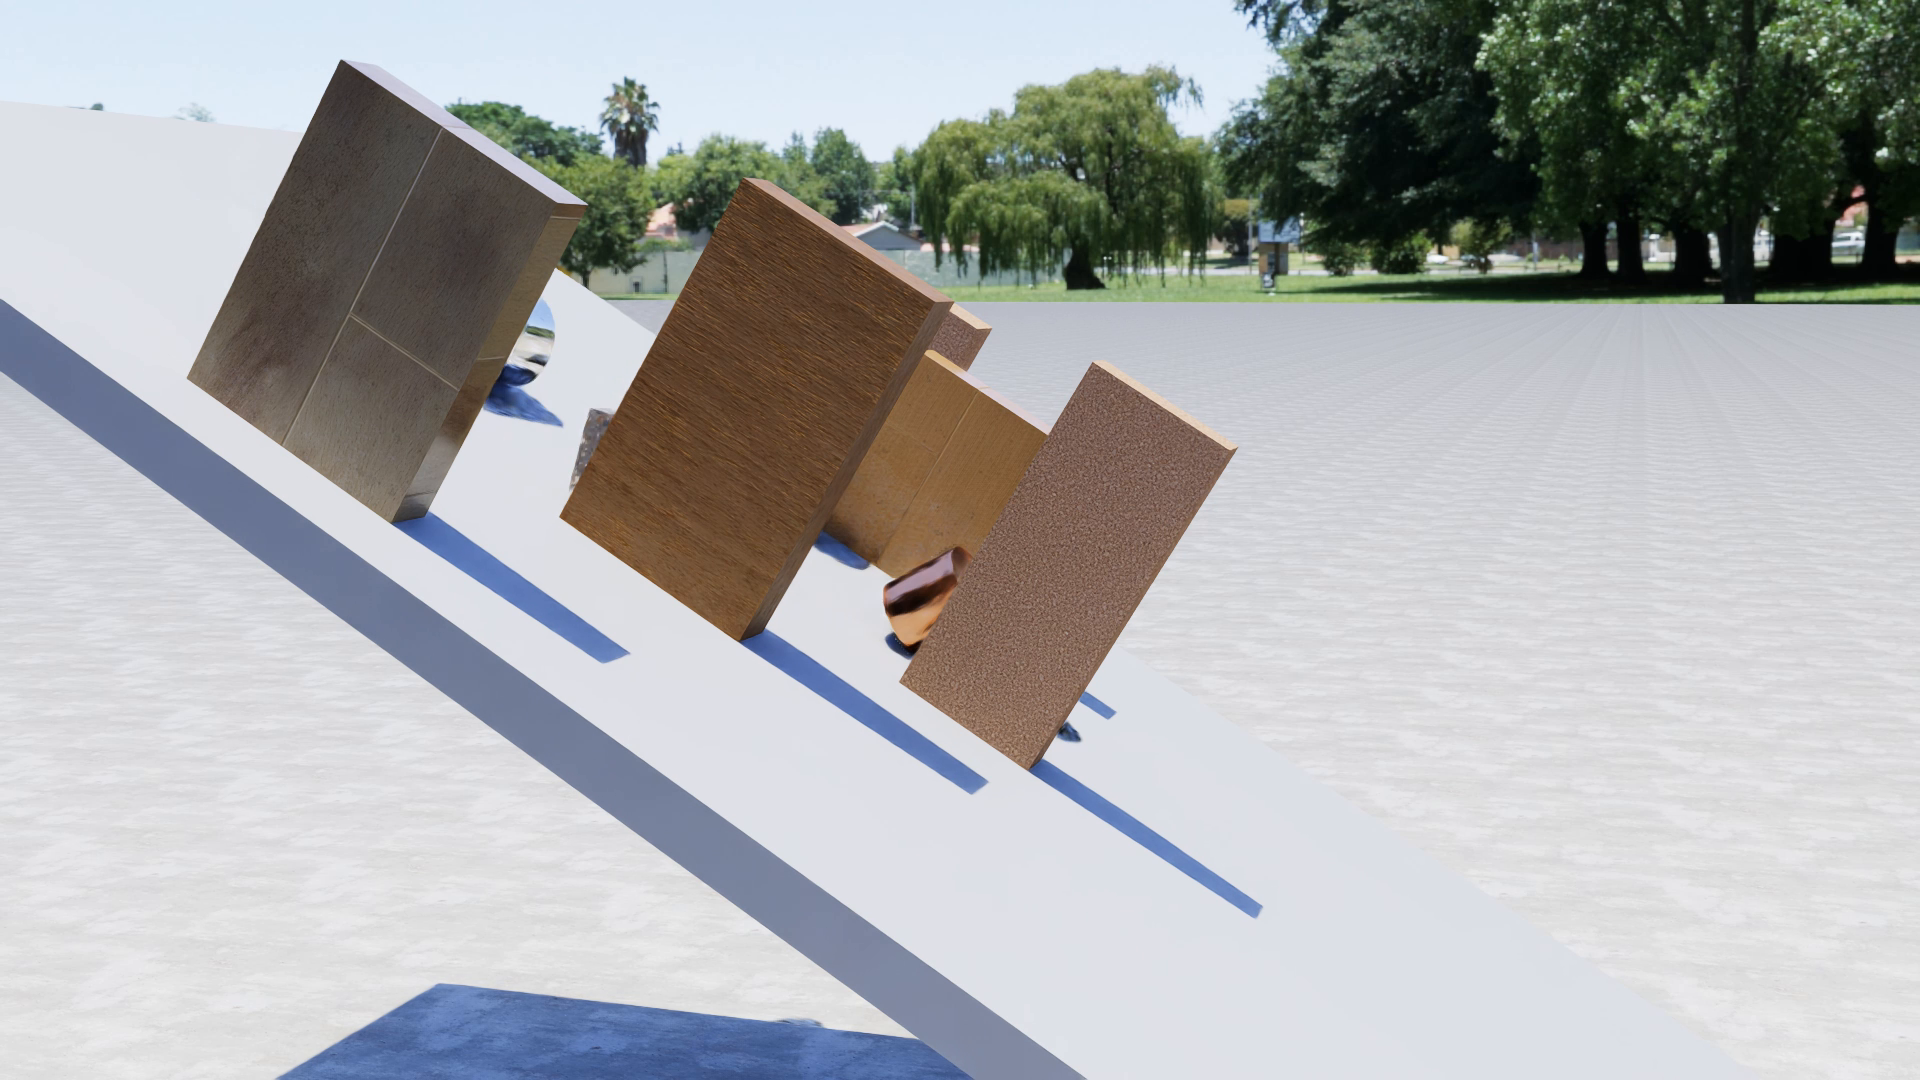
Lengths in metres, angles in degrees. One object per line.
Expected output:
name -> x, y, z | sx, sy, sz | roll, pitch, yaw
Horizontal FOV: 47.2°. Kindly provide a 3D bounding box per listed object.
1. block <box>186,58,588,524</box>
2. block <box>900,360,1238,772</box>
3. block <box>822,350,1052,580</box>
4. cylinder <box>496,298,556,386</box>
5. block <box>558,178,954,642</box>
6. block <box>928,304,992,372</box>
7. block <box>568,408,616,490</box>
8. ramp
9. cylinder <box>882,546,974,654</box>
block -> -0.901, -0.386, 3.439 | 0.424, 0.576, 0.102 | 34, 15, 11
block -> 0.189, 0.048, 3.944 | 0.287, 0.689, 0.088 | 34, 15, 11
block -> -0.004, -0.095, 4.536 | 0.424, 0.432, 0.087 | 34, 15, 11
cylinder -> -0.913, -0.402, 4.236 | 0.186, 0.186, 0.186 | 5, -3, 36
block -> -0.355, -0.221, 3.767 | 0.394, 0.681, 0.108 | 34, 15, 11
block -> -0.176, -0.331, 4.858 | 0.268, 0.487, 0.119 | 34, 15, 11
block -> -0.589, -0.142, 4.001 | 0.154, 0.154, 0.154 | 18, 7, 20
ramp -> -0.159, 0.262, 4.115 | 4.000, 0.100, 2.000 | 34, 15, 11
cylinder -> -0.038, 0.119, 4.195 | 0.158, 0.158, 0.158 | -28, -3, 20
